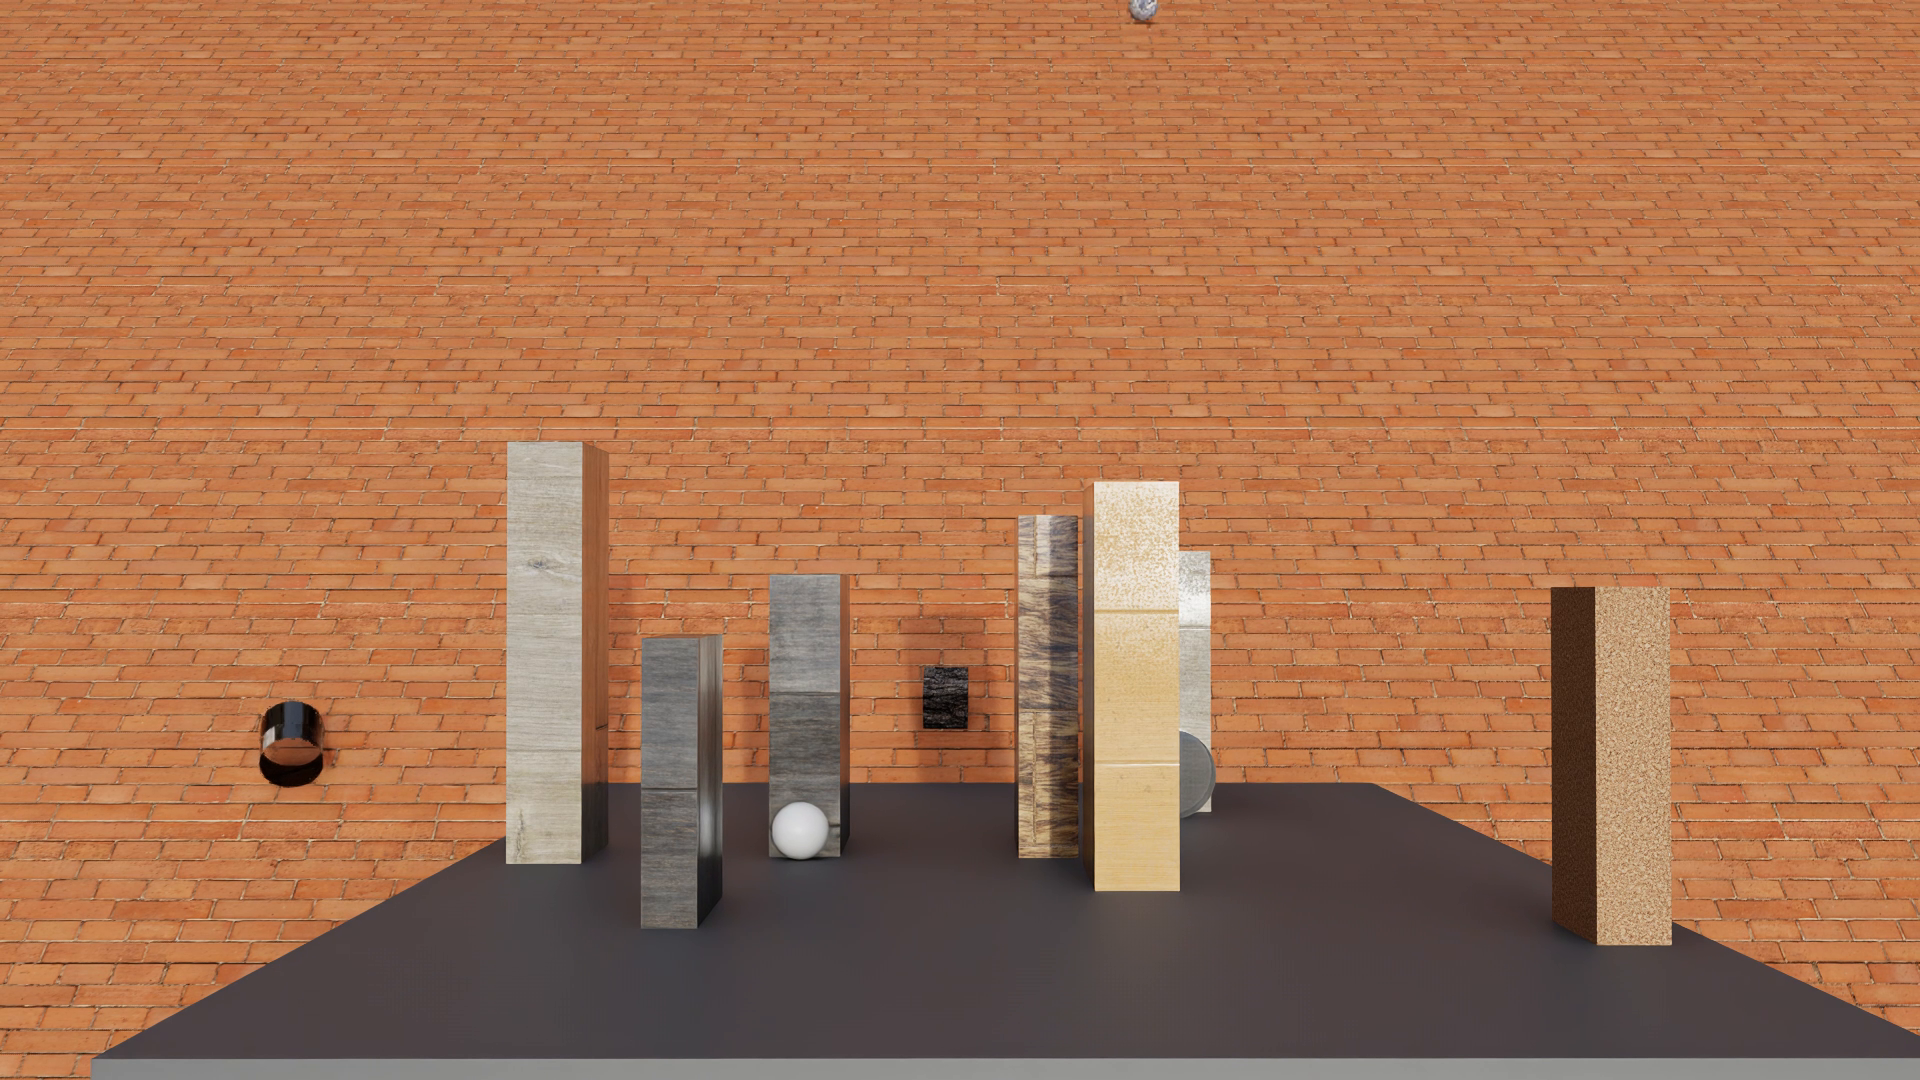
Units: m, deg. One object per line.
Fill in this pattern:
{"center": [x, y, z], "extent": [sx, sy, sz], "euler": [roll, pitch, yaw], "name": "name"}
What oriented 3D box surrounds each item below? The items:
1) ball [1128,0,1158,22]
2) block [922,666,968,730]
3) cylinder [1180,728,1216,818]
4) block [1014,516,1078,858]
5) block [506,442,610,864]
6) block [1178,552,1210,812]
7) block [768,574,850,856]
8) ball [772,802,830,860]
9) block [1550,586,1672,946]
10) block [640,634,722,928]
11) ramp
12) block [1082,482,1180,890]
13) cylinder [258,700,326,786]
{"center": [0.800, -2.327, 11.321], "extent": [0.126, 0.126, 0.126], "euler": [0, 33, 0], "name": "ball"}
{"center": [-0.039, 0.433, 7.107], "extent": [0.121, 0.121, 0.121], "euler": [1, 33, 1], "name": "block"}
{"center": [0.463, 0.514, 5.765], "extent": [0.196, 0.196, 0.196], "euler": [0, -1, 1], "name": "cylinder"}
{"center": [0.165, 0.278, 5.051], "extent": [0.111, 0.641, 0.397], "euler": [0, -1, 0], "name": "block"}
{"center": [-0.762, 0.210, 4.939], "extent": [0.138, 0.773, 0.366], "euler": [0, -1, 0], "name": "block"}
{"center": [0.497, 0.324, 6.073], "extent": [0.141, 0.589, 0.411], "euler": [0, -1, 0], "name": "block"}
{"center": [-0.292, 0.334, 5.087], "extent": [0.134, 0.530, 0.426], "euler": [0, -1, 0], "name": "block"}
{"center": [-0.296, 0.540, 4.816], "extent": [0.108, 0.108, 0.108], "euler": [0, 33, 0], "name": "ball"}
{"center": [0.948, 0.321, 3.789], "extent": [0.105, 0.504, 0.276], "euler": [0, -1, 0], "name": "block"}
{"center": [-0.430, 0.364, 4.038], "extent": [0.083, 0.429, 0.410], "euler": [0, -1, 0], "name": "block"}
{"center": [0.074, 0.642, 4.761], "extent": [2.000, 0.100, 4.000], "euler": [0, -1, 0], "name": "ramp"}
{"center": [0.294, 0.247, 4.526], "extent": [0.141, 0.681, 0.413], "euler": [0, -1, 0], "name": "block"}
{"center": [-1.777, 0.543, 6.900], "extent": [0.164, 0.164, 0.164], "euler": [-9, 41, -13], "name": "cylinder"}
